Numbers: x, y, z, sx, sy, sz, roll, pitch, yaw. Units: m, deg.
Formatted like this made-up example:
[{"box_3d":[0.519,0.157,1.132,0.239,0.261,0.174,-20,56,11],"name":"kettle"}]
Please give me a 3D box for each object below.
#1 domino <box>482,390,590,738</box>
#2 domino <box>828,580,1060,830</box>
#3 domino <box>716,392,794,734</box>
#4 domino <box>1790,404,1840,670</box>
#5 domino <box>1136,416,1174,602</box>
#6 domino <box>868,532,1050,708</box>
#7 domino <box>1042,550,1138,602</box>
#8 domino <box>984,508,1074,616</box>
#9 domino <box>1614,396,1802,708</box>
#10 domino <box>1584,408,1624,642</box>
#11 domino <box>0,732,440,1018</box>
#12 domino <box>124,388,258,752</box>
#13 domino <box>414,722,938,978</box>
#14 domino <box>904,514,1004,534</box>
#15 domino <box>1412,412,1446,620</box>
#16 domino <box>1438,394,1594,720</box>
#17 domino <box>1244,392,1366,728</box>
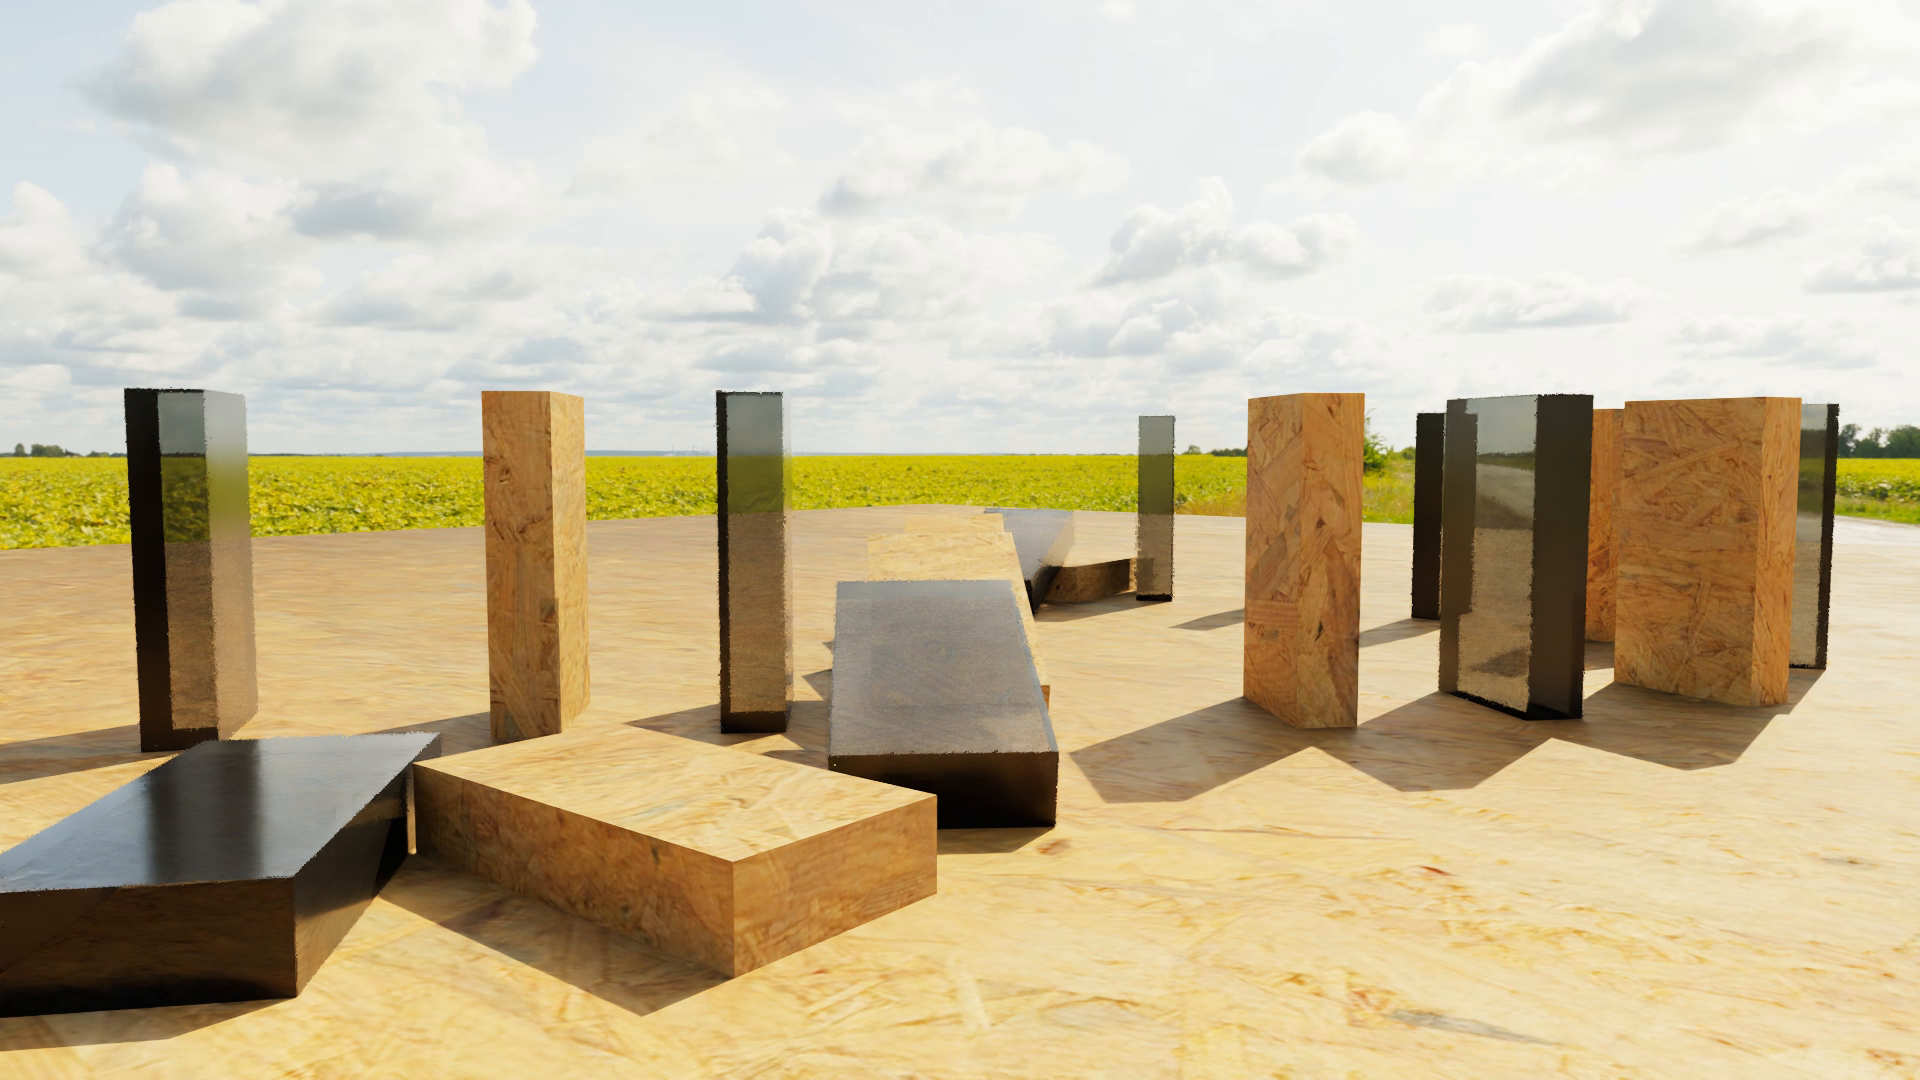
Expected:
[{"box_3d":[-0.064,0.003,0.196,0.010,0.050,0.025,0,4,-6],"name":"domino"},{"box_3d":[-0.004,0.019,0.164,0.025,0.009,0.050,0,20,-4],"name":"domino"},{"box_3d":[-0.031,0.003,0.200,0.010,0.050,0.025,0,4,-5],"name":"domino"},{"box_3d":[0.153,-0.001,0.248,0.025,0.050,0.009,1,4,15],"name":"domino"},{"box_3d":[0.054,-0.009,0.358,0.009,0.050,0.025,1,4,8],"name":"domino"},{"box_3d":[-0.002,0.014,0.202,0.025,0.009,0.050,-1,26,-4],"name":"domino"},{"box_3d":[0.035,0.010,0.372,0.025,0.009,0.050,3,5,33],"name":"domino"},{"box_3d":[0.013,0.005,0.343,0.025,0.010,0.050,1,22,17],"name":"domino"},{"box_3d":[0.127,0.001,0.219,0.009,0.050,0.025,-2,5,-25],"name":"domino"},{"box_3d":[0.148,-0.004,0.283,0.025,0.050,0.009,-2,5,-26],"name":"domino"},{"box_3d":[-0.068,0.029,0.121,0.025,0.009,0.050,-1,4,-10],"name":"domino"},{"box_3d":[-0.112,0.003,0.188,0.010,0.050,0.025,-1,4,-17],"name":"domino"},{"box_3d":[-0.029,0.028,0.127,0.050,0.009,0.025,3,6,39],"name":"domino"},{"box_3d":[-0.001,0.007,0.312,0.025,0.010,0.050,-1,22,0],"name":"domino"},{"box_3d":[0.123,-0.006,0.318,0.025,0.050,0.009,-4,6,-44],"name":"domino"},{"box_3d":[0.090,0.002,0.209,0.010,0.050,0.025,-1,4,-10],"name":"domino"},{"box_3d":[0.054,0.002,0.203,0.010,0.050,0.025,0,4,-6],"name":"domino"}]
